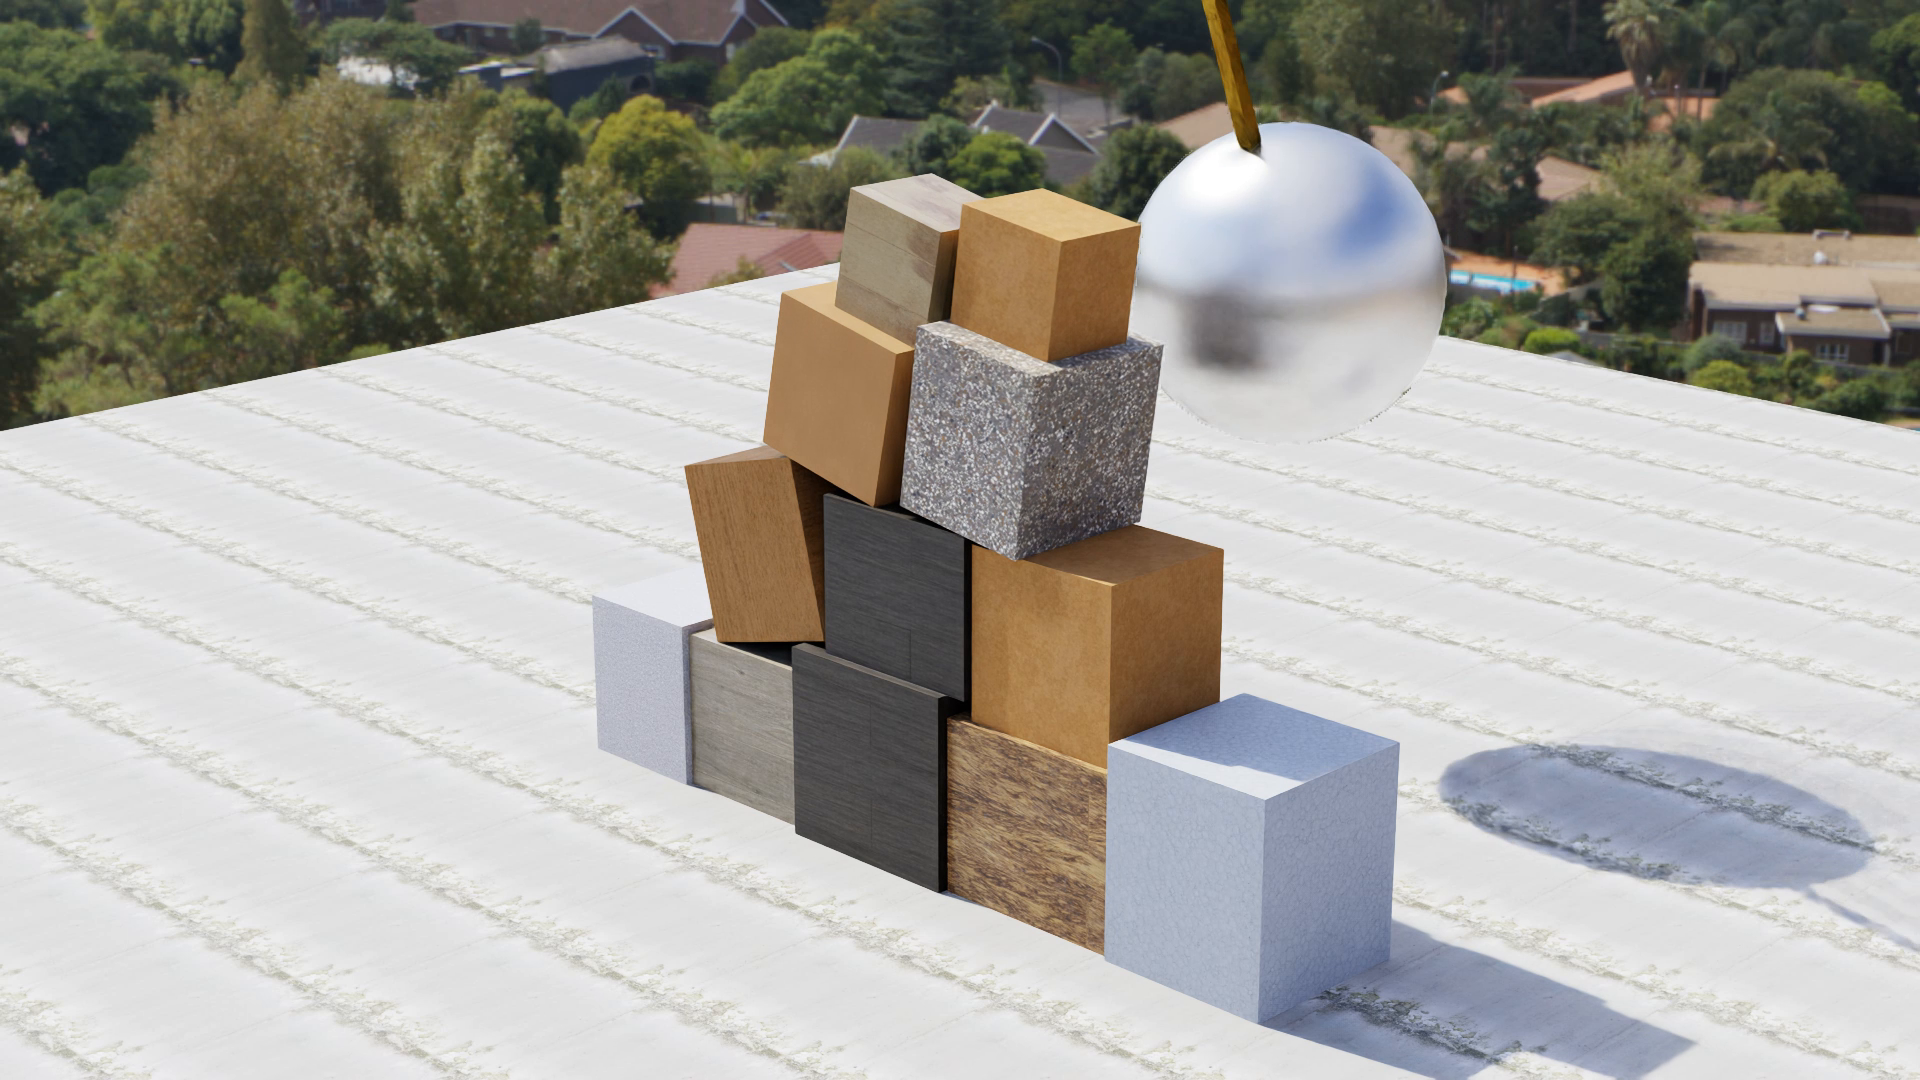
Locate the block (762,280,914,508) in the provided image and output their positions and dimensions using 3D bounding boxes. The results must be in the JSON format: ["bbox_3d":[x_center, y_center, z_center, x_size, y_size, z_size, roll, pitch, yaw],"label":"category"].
[{"bbox_3d":[-0.311,-0.718,13.460,0.804,0.750,0.767,-17,36,-42],"label":"block"}]

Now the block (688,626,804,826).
[{"bbox_3d":[-0.751,0.832,14.385,0.797,0.786,0.812,-17,24,-42],"label":"block"}]

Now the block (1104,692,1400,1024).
[{"bbox_3d":[1.235,1.329,12.459,0.890,0.994,0.849,-17,24,-42],"label":"block"}]

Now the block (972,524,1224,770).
[{"bbox_3d":[0.597,0.421,12.833,0.725,0.822,0.818,-17,24,-42],"label":"block"}]

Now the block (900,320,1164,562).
[{"bbox_3d":[0.310,-0.501,12.846,0.808,0.839,0.712,-17,32,-42],"label":"block"}]

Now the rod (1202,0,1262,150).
[{"bbox_3d":[0.703,-4.000,12.822,0.080,5.200,0.080,17,46,42],"label":"rod"}]

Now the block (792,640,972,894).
[{"bbox_3d":[-0.108,0.947,13.761,0.941,0.941,0.968,-17,24,-42],"label":"block"}]

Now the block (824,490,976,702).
[{"bbox_3d":[-0.019,0.169,13.397,0.800,0.764,0.901,-17,24,-42],"label":"block"}]

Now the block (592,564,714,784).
[{"bbox_3d":[-1.302,0.654,14.887,0.843,0.826,0.701,-17,24,-42],"label":"block"}]

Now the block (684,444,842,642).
[{"bbox_3d":[-0.697,-0.027,14.080,0.791,0.869,0.788,-17,10,-42],"label":"block"}]

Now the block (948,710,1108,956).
[{"bbox_3d":[0.596,1.202,13.120,0.867,0.840,0.980,-17,24,-42],"label":"block"}]

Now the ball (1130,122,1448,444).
[{"bbox_3d":[1.623,-1.279,14.641,1.600,1.600,1.600,0,17,0],"label":"ball"}]

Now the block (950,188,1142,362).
[{"bbox_3d":[0.365,-1.144,12.608,0.500,0.535,0.585,-17,32,-43],"label":"block"}]

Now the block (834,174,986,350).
[{"bbox_3d":[-0.147,-1.241,13.071,0.502,0.565,0.579,-17,36,-42],"label":"block"}]
